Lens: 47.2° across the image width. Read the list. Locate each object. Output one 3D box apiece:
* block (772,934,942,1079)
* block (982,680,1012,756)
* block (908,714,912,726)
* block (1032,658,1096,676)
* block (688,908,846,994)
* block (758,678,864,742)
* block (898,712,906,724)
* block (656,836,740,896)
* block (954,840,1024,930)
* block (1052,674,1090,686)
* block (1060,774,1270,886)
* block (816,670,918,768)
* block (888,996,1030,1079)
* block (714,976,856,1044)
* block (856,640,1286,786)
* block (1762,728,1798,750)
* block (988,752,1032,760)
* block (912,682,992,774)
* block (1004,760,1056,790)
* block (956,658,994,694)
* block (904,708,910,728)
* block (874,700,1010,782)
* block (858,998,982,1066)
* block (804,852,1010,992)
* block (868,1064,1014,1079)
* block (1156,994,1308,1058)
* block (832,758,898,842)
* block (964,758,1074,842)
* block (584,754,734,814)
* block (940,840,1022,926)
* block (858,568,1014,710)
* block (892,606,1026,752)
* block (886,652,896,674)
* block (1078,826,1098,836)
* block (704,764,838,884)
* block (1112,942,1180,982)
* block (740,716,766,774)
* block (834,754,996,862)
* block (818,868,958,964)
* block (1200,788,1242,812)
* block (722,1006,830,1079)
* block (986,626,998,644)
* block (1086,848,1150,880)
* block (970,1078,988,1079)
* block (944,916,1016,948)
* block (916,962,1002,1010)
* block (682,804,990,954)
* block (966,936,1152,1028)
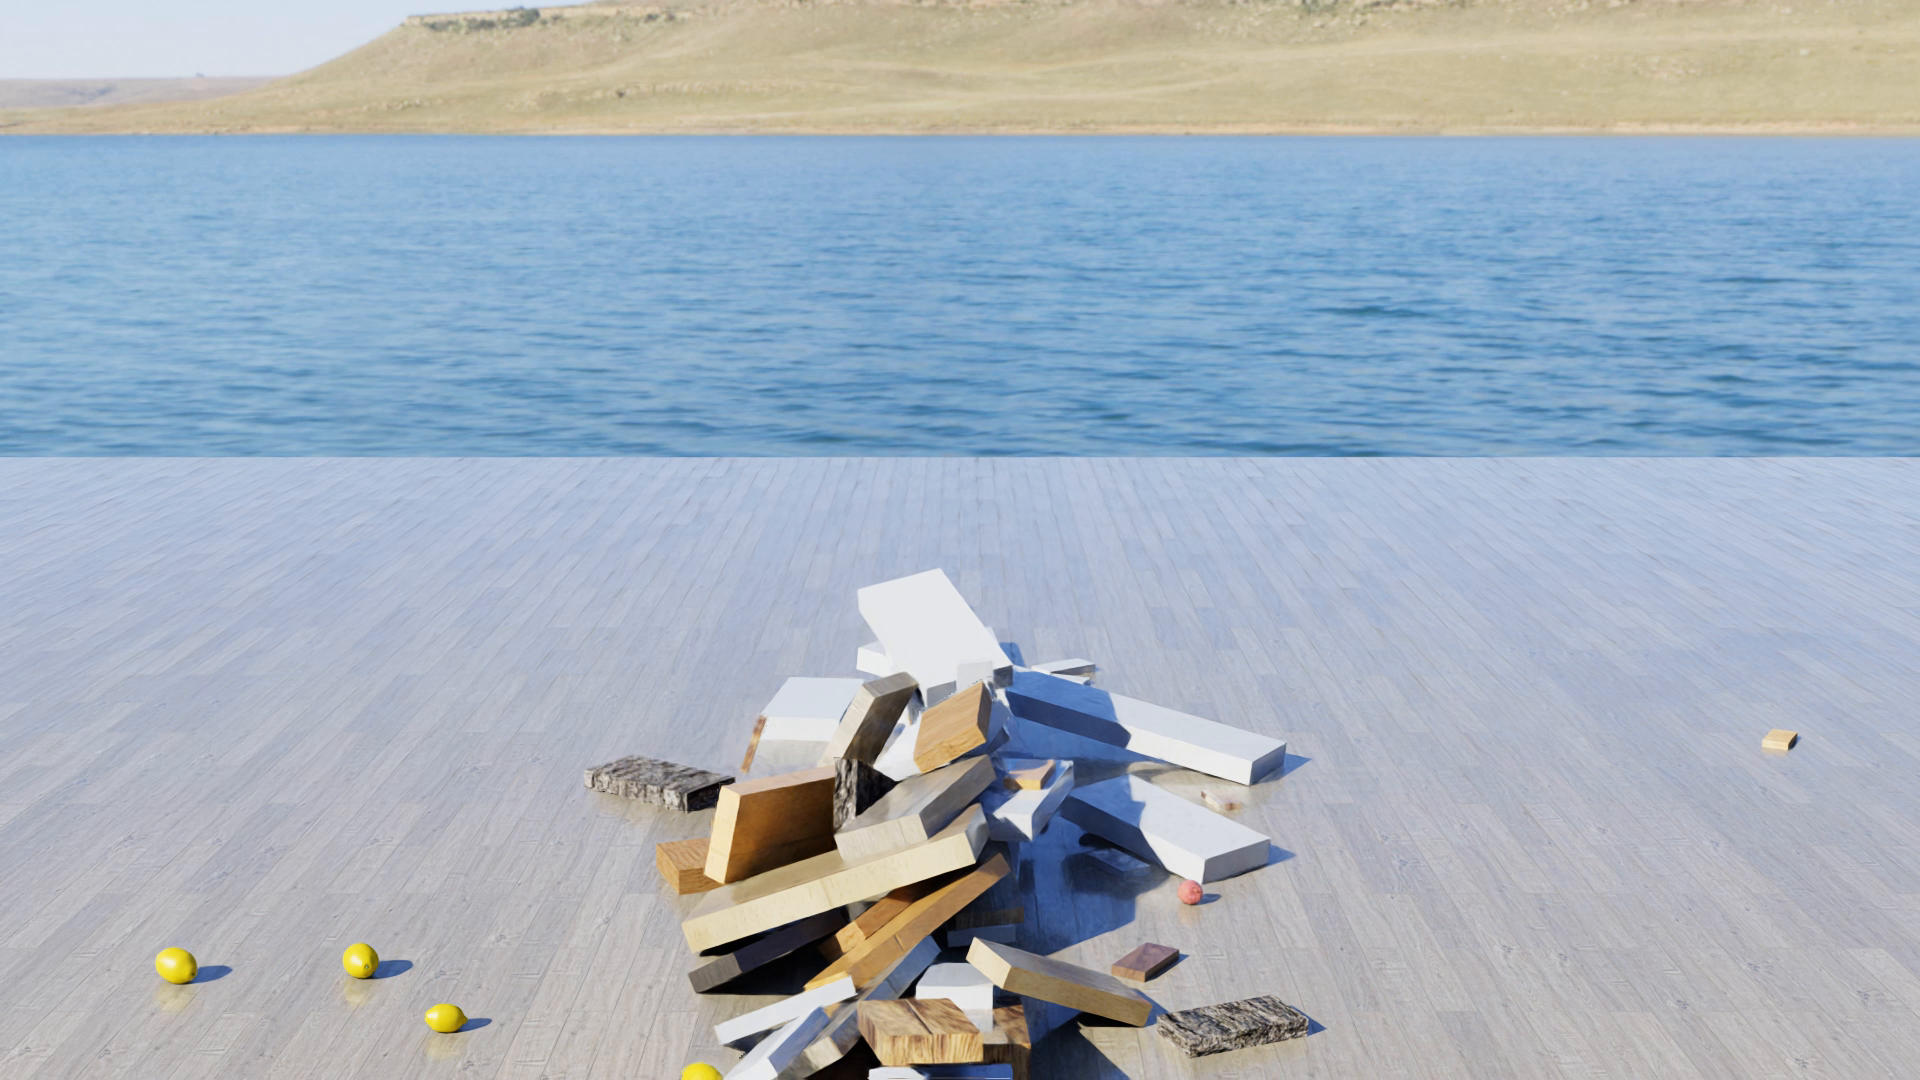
[{"bbox_3d":[-0.143,0.655,3.072,0.114,0.032,0.396,-33,-1,21],"label":"block"},{"bbox_3d":[0.018,0.335,3.933,0.121,0.034,0.243,-34,16,4],"label":"block"},{"bbox_3d":[-0.006,0.388,4.199,0.144,0.041,0.289,-7,25,-8],"label":"block"},{"bbox_3d":[0.244,0.303,5.164,0.136,0.019,0.068,-7,13,-35],"label":"block"},{"bbox_3d":[-0.288,0.613,3.295,0.113,0.032,0.226,-31,-10,39],"label":"block"},{"bbox_3d":[-0.316,0.363,4.756,0.171,0.048,0.341,1,11,6],"label":"block"},{"bbox_3d":[-0.065,0.332,4.699,0.154,0.044,0.308,5,12,27],"label":"block"},{"bbox_3d":[-0.345,0.546,3.786,0.325,0.043,0.152,-4,11,-22],"label":"block"},{"bbox_3d":[0.034,0.535,3.478,0.104,0.030,0.209,-5,28,-6],"label":"block"},{"bbox_3d":[0.249,0.324,5.065,0.093,0.013,0.046,5,12,26],"label":"block"},{"bbox_3d":[0.359,0.506,3.876,0.171,0.048,0.341,-9,21,-41],"label":"block"},{"bbox_3d":[-0.187,0.373,4.160,0.038,0.268,0.134,42,30,23],"label":"block"},{"bbox_3d":[-0.003,0.662,2.929,0.178,0.050,0.356,0,-2,-1],"label":"block"},{"bbox_3d":[-0.242,0.651,3.045,0.189,0.027,0.095,-18,-10,-15],"label":"block"},{"bbox_3d":[0.216,0.341,4.561,0.925,0.048,0.171,14,16,29],"label":"block"},{"bbox_3d":[1.706,0.415,4.575,0.050,0.014,0.101,6,12,30],"label":"block"},{"bbox_3d":[0.032,0.480,3.832,0.159,0.045,0.319,2,31,7],"label":"block"},{"bbox_3d":[-0.011,0.317,3.734,0.121,0.034,0.243,-28,10,9],"label":"block"},{"bbox_3d":[0.118,0.393,3.685,0.061,0.017,0.122,1,10,15],"label":"block"},{"bbox_3d":[0.029,0.286,4.059,0.068,0.136,0.019,-5,20,-6],"label":"block"},{"bbox_3d":[-0.032,0.388,4.300,0.144,0.041,0.289,-4,24,-2],"label":"block"},{"bbox_3d":[-0.032,0.355,3.853,0.243,0.034,0.122,-21,21,43],"label":"block"},{"bbox_3d":[-0.053,0.613,2.750,0.121,0.034,0.242,0,-2,-10],"label":"block"},{"bbox_3d":[-0.075,0.576,3.277,0.351,0.032,0.113,-31,1,-42],"label":"block"},{"bbox_3d":[-0.021,0.712,2.574,0.178,0.050,0.356,-2,10,-1],"label":"block"},{"bbox_3d":[0.383,0.683,3.093,0.189,0.027,0.095,-5,11,-23],"label":"block"},{"bbox_3d":[-0.142,0.462,3.682,0.038,0.134,0.268,-5,-20,18],"label":"block"},{"bbox_3d":[0.078,0.430,3.666,0.159,0.045,0.319,1,10,15],"label":"block"},{"bbox_3d":[-0.578,0.467,4.228,0.268,0.038,0.134,8,13,35],"label":"block"},{"bbox_3d":[0.019,0.527,3.644,0.159,0.045,0.319,1,27,5],"label":"block"},{"bbox_3d":[-0.051,0.188,4.286,0.178,0.050,0.355,-14,36,-19],"label":"block"},{"bbox_3d":[-0.008,0.309,4.194,0.178,0.050,0.539,-7,34,-9],"label":"block"},{"bbox_3d":[-0.059,0.259,4.427,0.144,0.041,0.289,-7,17,-8],"label":"block"},{"bbox_3d":[0.269,0.513,4.013,0.057,0.016,0.113,16,17,27],"label":"block"},{"bbox_3d":[-0.287,0.464,3.620,0.043,0.152,0.303,20,14,35],"label":"block"},{"bbox_3d":[0.282,0.642,3.346,0.056,0.016,0.112,7,12,32],"label":"block"},{"bbox_3d":[-0.388,0.385,4.139,0.014,0.101,0.050,19,24,-3],"label":"block"},{"bbox_3d":[-0.067,0.424,3.501,0.152,0.043,0.303,-18,5,24],"label":"block"},{"bbox_3d":[-0.111,0.568,3.401,0.226,0.032,0.113,-30,-8,-45],"label":"block"},{"bbox_3d":[0.495,0.492,4.162,0.046,0.013,0.093,-3,11,-15],"label":"block"},{"bbox_3d":[-0.248,0.682,2.915,0.095,0.027,0.189,-33,-1,20],"label":"block"},{"bbox_3d":[0.002,0.272,5.241,0.178,0.050,0.356,-1,11,-4],"label":"block"},{"bbox_3d":[0.272,0.558,3.795,0.056,0.016,0.113,-6,12,-31],"label":"block"},{"bbox_3d":[-0.028,0.680,2.519,0.114,0.032,0.228,-1,10,3],"label":"block"},{"bbox_3d":[0.024,0.564,3.487,0.104,0.030,0.209,-4,28,-4],"label":"block"},{"bbox_3d":[0.002,0.629,3.106,0.104,0.030,0.209,0,-2,5],"label":"block"},{"bbox_3d":[-0.190,0.525,3.421,0.468,0.050,0.175,-19,5,10],"label":"block"},{"bbox_3d":[0.141,0.628,3.121,0.242,0.034,0.121,21,1,-26],"label":"block"}]
